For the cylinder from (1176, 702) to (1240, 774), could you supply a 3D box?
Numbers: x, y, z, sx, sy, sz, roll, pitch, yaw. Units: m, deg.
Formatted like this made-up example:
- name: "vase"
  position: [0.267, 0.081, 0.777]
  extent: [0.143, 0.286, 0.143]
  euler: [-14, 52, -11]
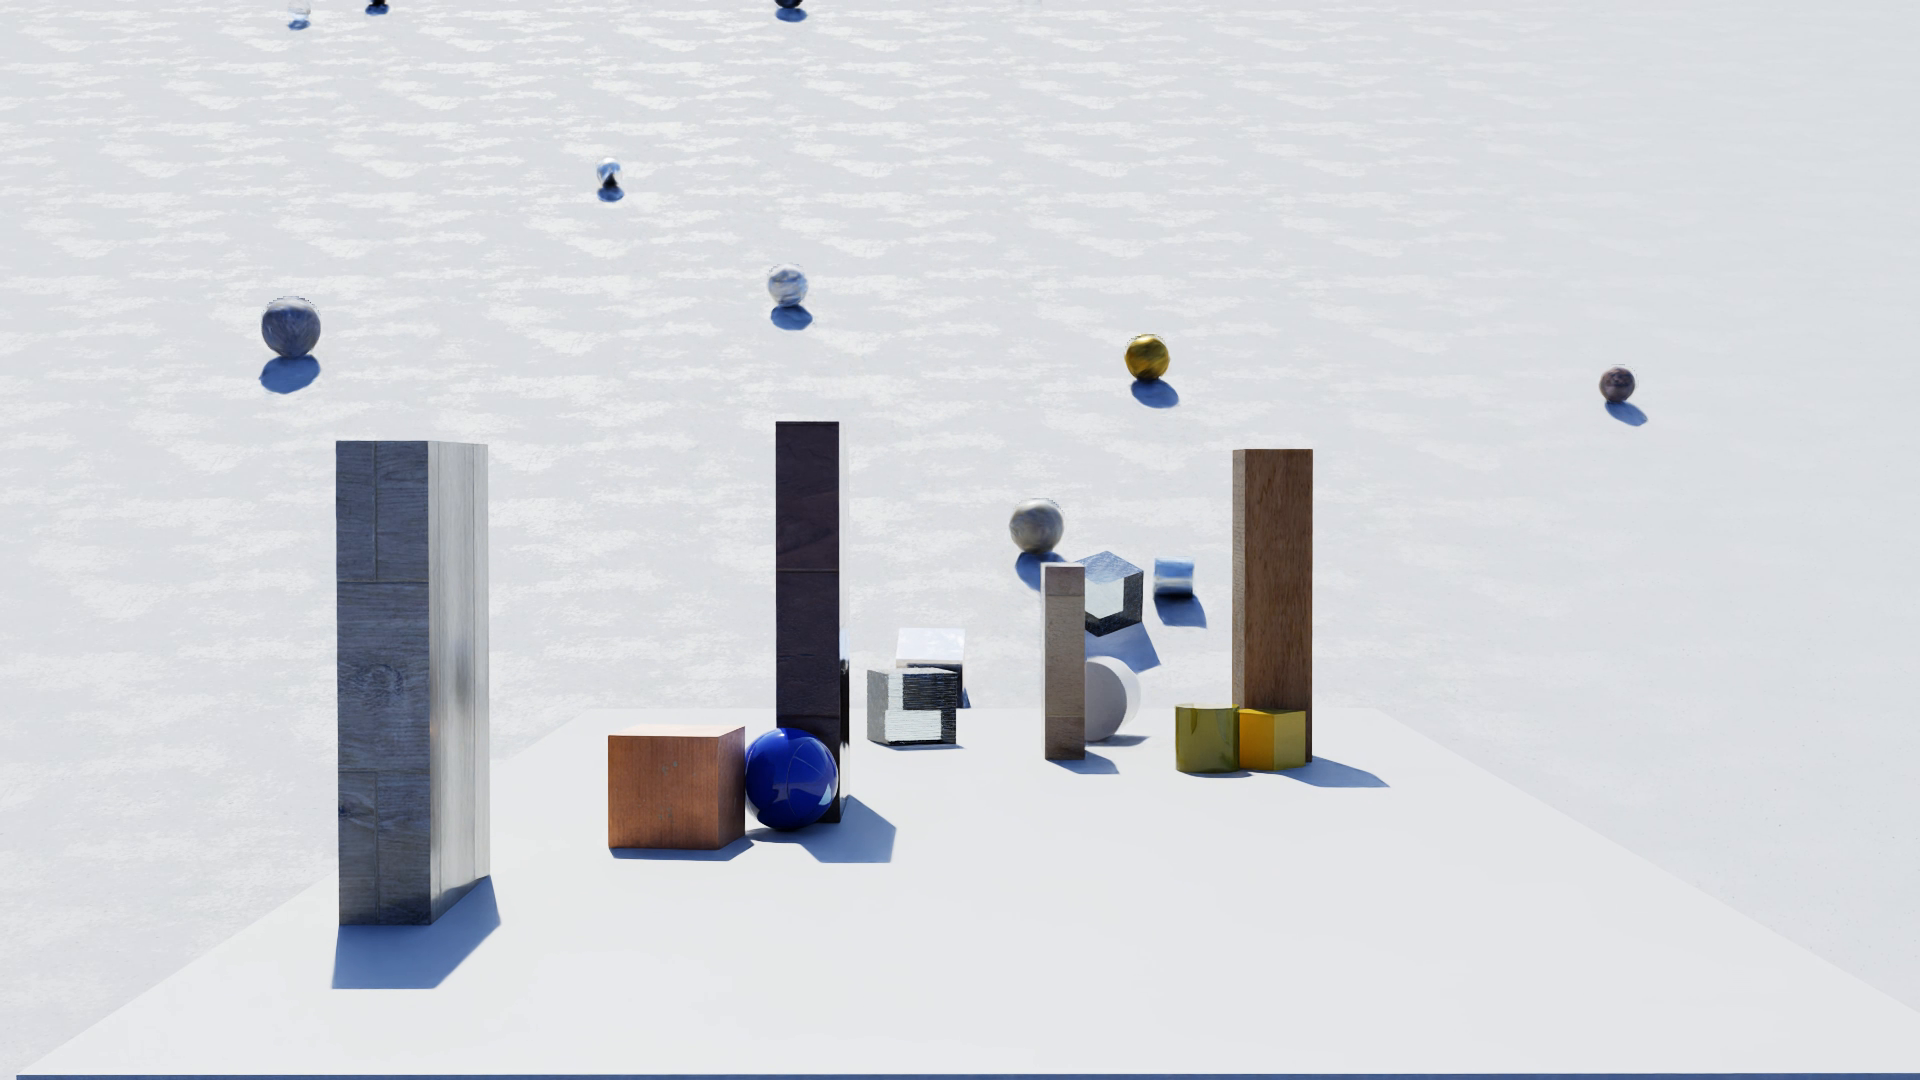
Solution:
- name: "cylinder"
  position: [0.499, 0.399, 5.200]
  extent: [0.130, 0.130, 0.130]
  euler: [0, 1, 0]

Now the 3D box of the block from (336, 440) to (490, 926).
- name: "block"
  position: [-0.762, 0.184, 3.623]
  extent: [0.122, 0.641, 0.435]
  euler: [0, 1, 0]

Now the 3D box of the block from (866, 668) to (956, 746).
- name: "block"
  position: [-0.109, 0.371, 5.753]
  extent: [0.158, 0.158, 0.158]
  euler: [-1, 2, -20]

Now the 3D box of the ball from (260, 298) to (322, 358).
- name: "ball"
  position: [-2.322, -0.736, 8.954]
  extent: [0.203, 0.203, 0.203]
  euler: [0, 26, 0]

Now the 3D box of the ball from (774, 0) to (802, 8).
- name: "ball"
  position: [-0.888, -2.837, 13.340]
  extent: [0.172, 0.172, 0.172]
  euler: [0, 26, 0]

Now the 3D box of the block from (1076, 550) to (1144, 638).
- name: "block"
  position: [0.397, 0.149, 7.171]
  extent: [0.159, 0.159, 0.159]
  euler: [-18, 31, -33]

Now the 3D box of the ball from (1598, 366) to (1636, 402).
- name: "ball"
  position: [2.191, -0.518, 8.597]
  extent: [0.120, 0.120, 0.120]
  euler: [0, 26, 0]

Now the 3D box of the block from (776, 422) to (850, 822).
- name: "block"
  position: [-0.260, 0.136, 4.605]
  extent: [0.109, 0.687, 0.403]
  euler: [0, 1, 0]

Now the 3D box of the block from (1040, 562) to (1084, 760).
- name: "block"
  position: [0.219, 0.254, 5.503]
  extent: [0.084, 0.404, 0.243]
  euler: [0, 1, 0]

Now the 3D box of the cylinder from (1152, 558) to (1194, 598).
- name: "cylinder"
  position: [0.606, 0.107, 7.312]
  extent: [0.111, 0.111, 0.111]
  euler: [3, 26, 6]

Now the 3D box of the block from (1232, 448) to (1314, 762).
- name: "block"
  position: [0.658, 0.133, 5.446]
  extent: [0.141, 0.648, 0.240]
  euler: [0, 1, 0]

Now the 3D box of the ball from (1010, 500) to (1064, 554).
- name: "ball"
  position: [0.225, -0.038, 7.557]
  extent: [0.161, 0.161, 0.161]
  euler: [0, 26, 0]

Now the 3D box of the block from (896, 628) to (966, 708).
- name: "block"
  position: [-0.076, 0.347, 6.745]
  extent: [0.172, 0.172, 0.172]
  euler: [1, 26, 2]

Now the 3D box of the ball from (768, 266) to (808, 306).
- name: "ball"
  position: [-0.628, -0.927, 9.408]
  extent: [0.151, 0.151, 0.151]
  euler: [0, 26, 0]

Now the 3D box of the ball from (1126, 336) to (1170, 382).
- name: "ball"
  position: [0.637, -0.616, 8.763]
  extent: [0.152, 0.152, 0.152]
  euler: [0, 26, 0]

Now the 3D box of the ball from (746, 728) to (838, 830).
- name: "ball"
  position: [-0.290, 0.400, 4.324]
  extent: [0.173, 0.173, 0.173]
  euler: [0, 26, 0]

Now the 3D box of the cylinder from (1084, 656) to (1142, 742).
- name: "cylinder"
  position: [0.307, 0.358, 5.839]
  extent: [0.179, 0.179, 0.179]
  euler: [7, 3, 14]

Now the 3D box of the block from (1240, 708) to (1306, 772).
- name: "block"
  position: [0.624, 0.405, 5.252]
  extent: [0.114, 0.114, 0.114]
  euler: [1, 2, 41]

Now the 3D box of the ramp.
- name: "ramp"
  position: [0.059, 0.530, 4.567]
  extent: [2.000, 0.100, 4.000]
  euler: [0, 1, 0]

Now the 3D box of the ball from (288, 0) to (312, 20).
- name: "ball"
  position: [-3.361, -2.701, 13.122]
  extent: [0.116, 0.116, 0.116]
  euler: [0, 26, 0]

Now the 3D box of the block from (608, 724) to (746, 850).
- name: "block"
  position: [-0.459, 0.399, 4.193]
  extent: [0.181, 0.181, 0.181]
  euler: [0, 1, 9]

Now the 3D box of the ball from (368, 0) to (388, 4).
- name: "ball"
  position: [-3.030, -2.856, 13.418]
  extent: [0.138, 0.138, 0.138]
  euler: [0, 26, 0]

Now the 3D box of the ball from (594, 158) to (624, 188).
- name: "ball"
  position: [-1.451, -1.518, 10.670]
  extent: [0.119, 0.119, 0.119]
  euler: [0, 26, 0]
